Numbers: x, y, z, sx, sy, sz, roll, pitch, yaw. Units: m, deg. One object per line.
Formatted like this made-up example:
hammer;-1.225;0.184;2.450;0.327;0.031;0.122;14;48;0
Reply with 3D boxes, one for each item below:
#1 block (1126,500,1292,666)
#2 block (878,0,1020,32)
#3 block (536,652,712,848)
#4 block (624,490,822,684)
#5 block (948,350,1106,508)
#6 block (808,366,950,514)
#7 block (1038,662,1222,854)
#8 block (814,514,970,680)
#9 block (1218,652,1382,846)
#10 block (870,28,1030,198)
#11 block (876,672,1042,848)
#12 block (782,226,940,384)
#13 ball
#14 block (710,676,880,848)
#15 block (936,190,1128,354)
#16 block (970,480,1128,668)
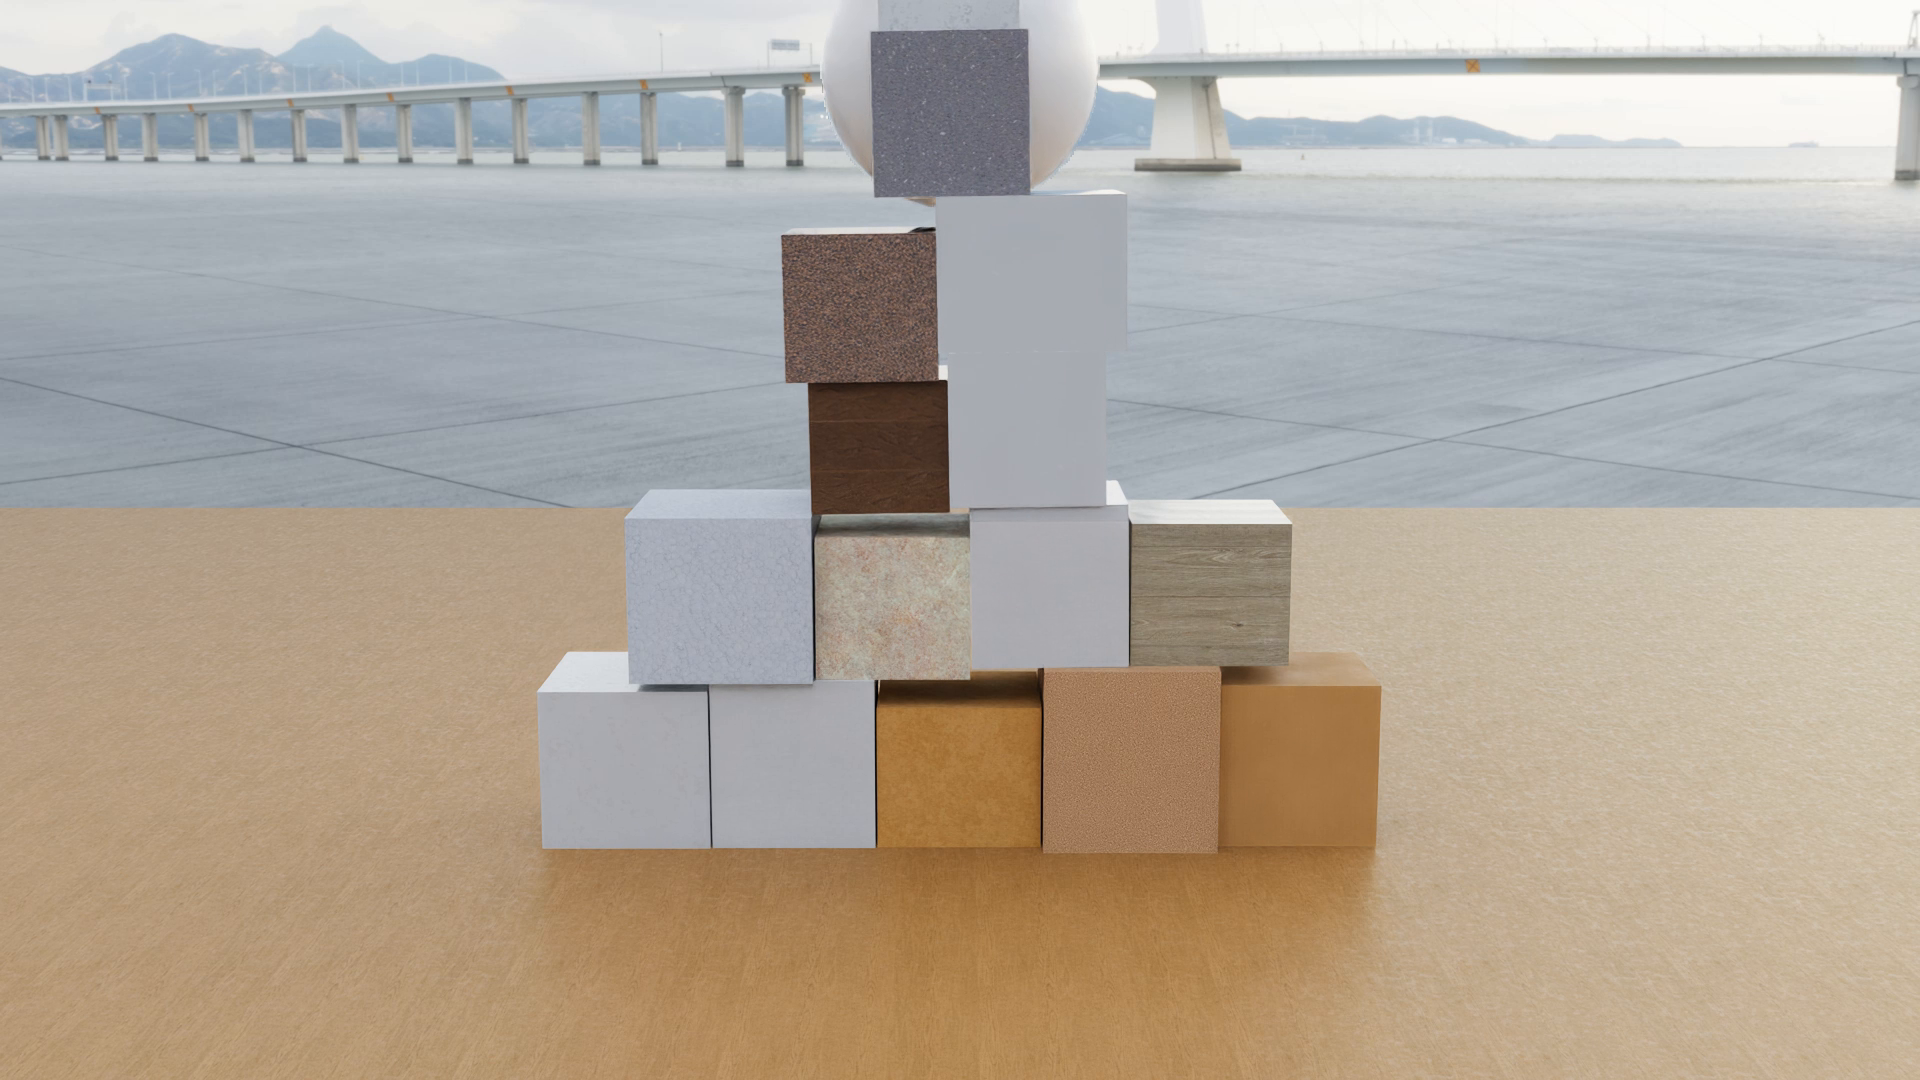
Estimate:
block;1.239;0.208;11.221;0.787;0.719;0.729;0;10;0
block;-0.057;-2.834;10.665;0.669;0.743;0.684;-1;10;0
block;-1.674;1.074;11.395;0.844;0.810;0.871;0;10;0
block;-1.179;0.222;11.212;0.907;0.828;0.899;0;10;0
block;0.326;-0.608;11.061;0.765;0.755;0.843;-1;10;0
block;-0.395;-0.512;11.073;0.681;0.656;0.671;-1;10;0
block;0.850;1.016;11.381;0.869;0.929;1.005;0;10;0
block;-0.333;0.277;11.225;0.766;0.716;0.725;0;10;0
block;1.695;1.068;11.368;0.801;0.831;0.736;0;10;0
block;-0.044;-2.088;10.795;0.745;0.772;0.790;-1;10;0
block;-0.005;1.122;11.379;0.821;0.721;0.773;0;10;0
block;-0.479;-1.183;10.946;0.740;0.711;0.780;-1;10;0
ball;0.000;-2.725;12.793;1.600;1.600;1.600;0;10;0
block;-0.834;1.052;11.370;0.817;0.862;0.806;0;10;0
block;0.344;-1.351;10.948;0.910;0.745;0.881;-1;10;0
block;0.442;0.164;11.196;0.776;0.814;0.765;-1;10;0
